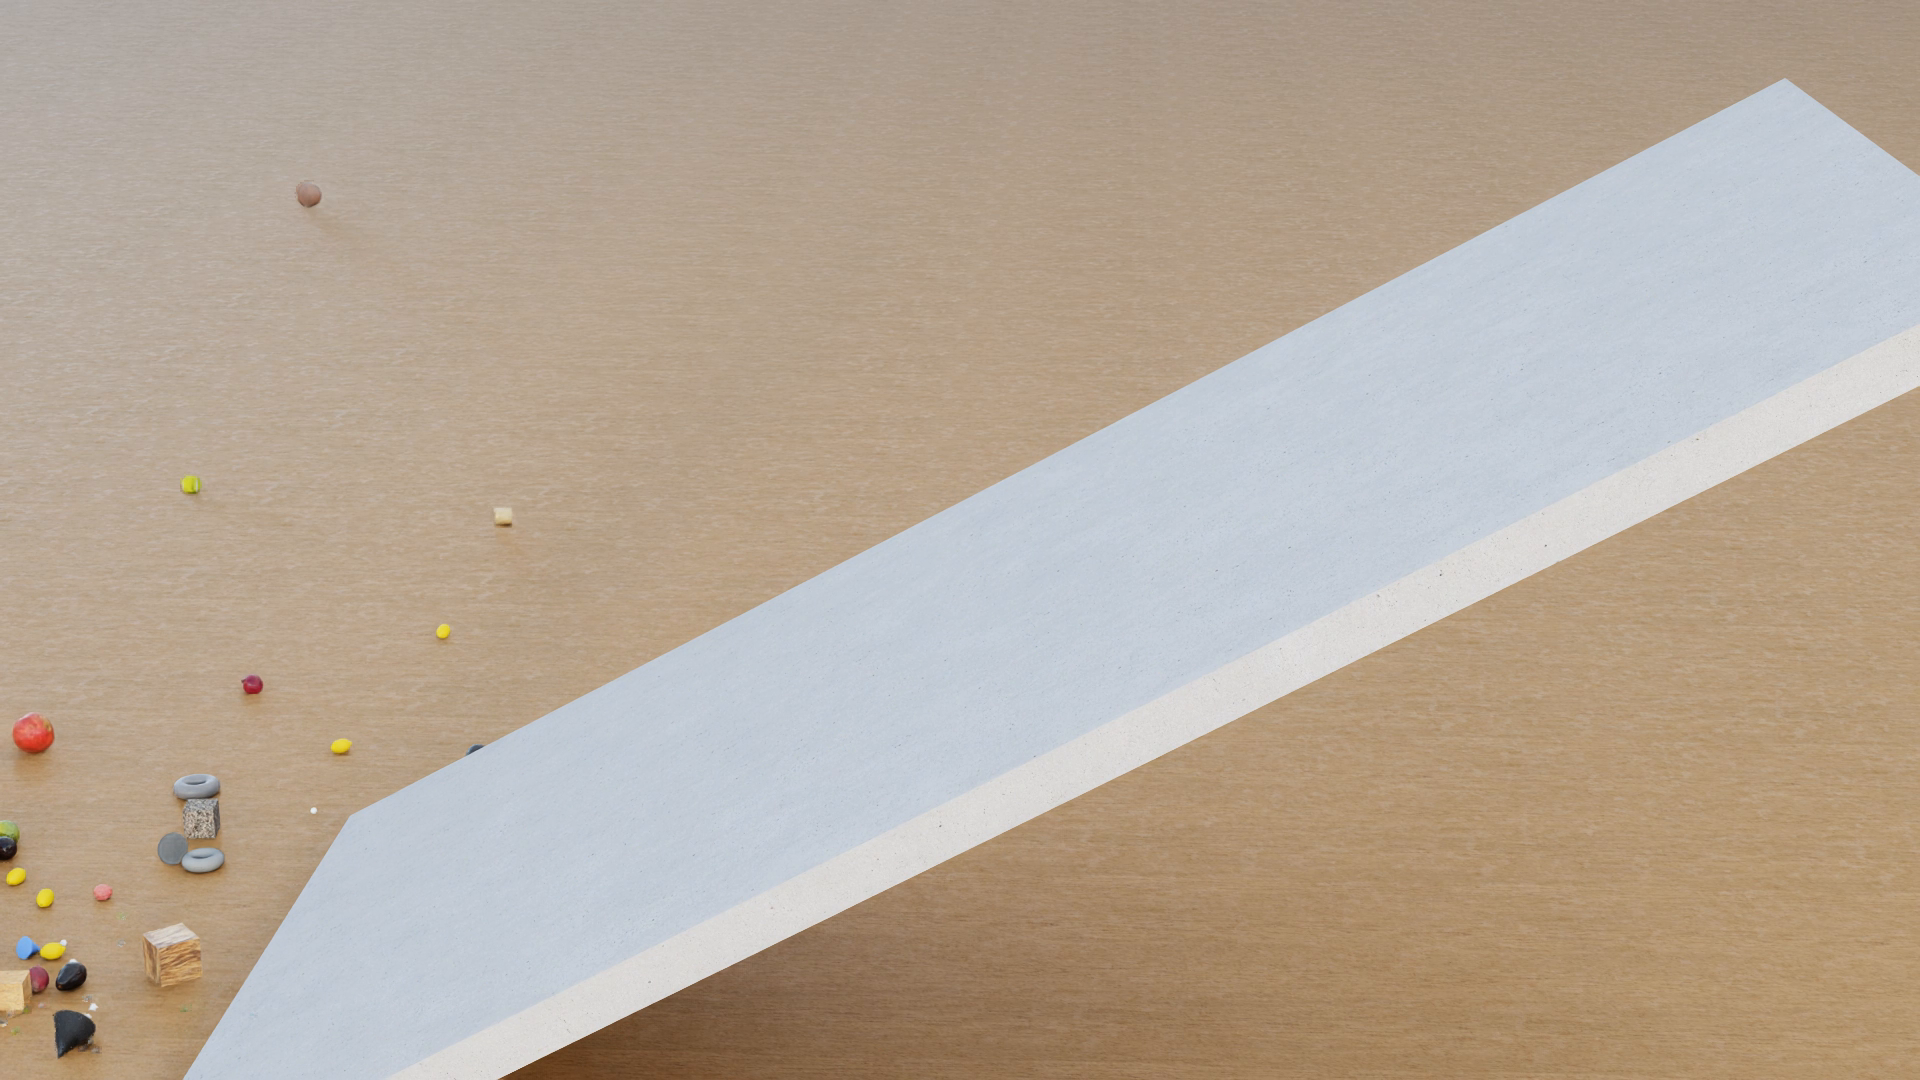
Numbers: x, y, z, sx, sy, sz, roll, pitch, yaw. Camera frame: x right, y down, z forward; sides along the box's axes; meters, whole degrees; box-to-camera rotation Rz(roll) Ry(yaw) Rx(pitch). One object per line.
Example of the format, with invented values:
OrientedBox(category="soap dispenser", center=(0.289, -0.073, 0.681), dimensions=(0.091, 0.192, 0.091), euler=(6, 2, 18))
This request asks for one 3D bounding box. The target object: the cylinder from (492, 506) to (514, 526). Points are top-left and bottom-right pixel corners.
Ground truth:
OrientedBox(category="cylinder", center=(-1.598, -0.082, 10.263), dimensions=(0.059, 0.059, 0.059), euler=(-20, 24, -19))

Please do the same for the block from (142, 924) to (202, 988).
OrientedBox(category="block", center=(-1.851, 0.976, 6.911), dimensions=(0.100, 0.100, 0.100), euler=(-13, 22, -35))

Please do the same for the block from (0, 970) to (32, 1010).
OrientedBox(category="block", center=(-2.182, 1.037, 6.772), dimensions=(0.068, 0.068, 0.068), euler=(-1, 18, -2))

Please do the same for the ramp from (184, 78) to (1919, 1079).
OrientedBox(category="ramp", center=(0.141, 0.167, 6.282), dimensions=(4.000, 0.100, 2.000), euler=(-27, 14, 11))

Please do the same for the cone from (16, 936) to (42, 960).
OrientedBox(category="cone", center=(-2.215, 0.977, 7.030), dimensions=(0.054, 0.054, 0.054), euler=(12, -5, 33))

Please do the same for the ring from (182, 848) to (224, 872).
OrientedBox(category="ring", center=(-1.932, 0.817, 7.508), dimensions=(0.109, 0.036, 0.109), euler=(-1, 17, 0))

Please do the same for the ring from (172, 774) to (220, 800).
OrientedBox(category="ring", center=(-2.066, 0.669, 7.961), dimensions=(0.126, 0.042, 0.126), euler=(0, 16, 0))

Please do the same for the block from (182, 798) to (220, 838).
OrientedBox(category="block", center=(-1.988, 0.730, 7.710), dimensions=(0.079, 0.079, 0.079), euler=(-1, 18, -3))
